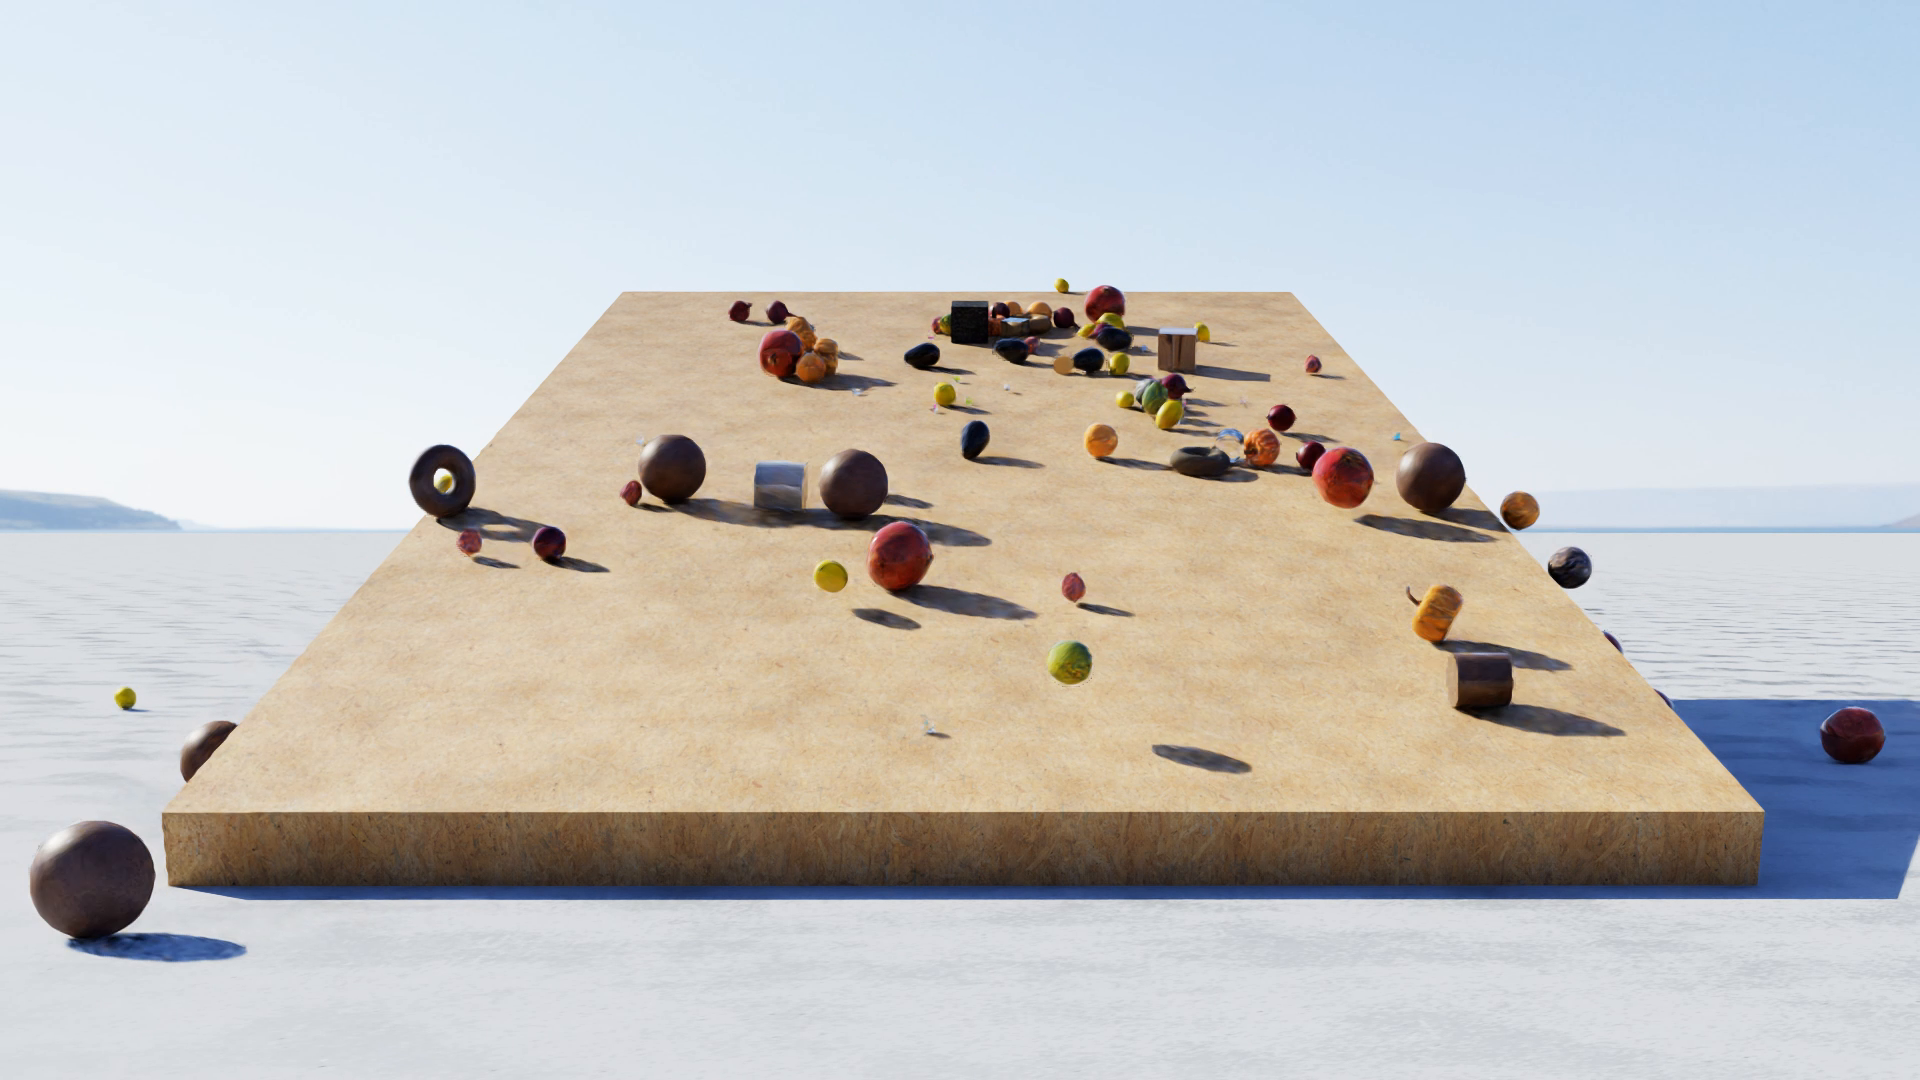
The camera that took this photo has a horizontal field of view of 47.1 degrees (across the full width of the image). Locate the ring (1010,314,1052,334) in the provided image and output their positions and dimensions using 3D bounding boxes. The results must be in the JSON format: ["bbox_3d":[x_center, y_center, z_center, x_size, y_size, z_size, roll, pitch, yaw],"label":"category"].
[{"bbox_3d":[0.183,-0.582,5.939,0.130,0.043,0.130,-1,15,0],"label":"ring"}]

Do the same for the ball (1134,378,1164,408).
[{"bbox_3d":[0.432,-0.336,5.021,0.067,0.067,0.067,0,0,0],"label":"ball"}]

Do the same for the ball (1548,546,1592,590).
[{"bbox_3d":[1.077,0.049,3.889,0.077,0.077,0.077,0,0,0],"label":"ball"}]

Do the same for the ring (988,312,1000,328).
[{"bbox_3d":[0.051,-0.598,6.008,0.112,0.037,0.112,-1,15,0],"label":"ring"}]

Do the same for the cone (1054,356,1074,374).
[{"bbox_3d":[0.258,-0.423,5.412,0.050,0.050,0.050,0,-11,10],"label":"cone"}]

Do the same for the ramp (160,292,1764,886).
[{"bbox_3d":[-0.002,-0.155,4.685,2.000,0.100,4.000,0,16,0],"label":"ramp"}]

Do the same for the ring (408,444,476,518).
[{"bbox_3d":[-0.962,-0.111,4.096,0.137,0.137,0.046,0,-1,-44],"label":"ring"}]

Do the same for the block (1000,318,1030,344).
[{"bbox_3d":[0.145,-0.552,5.809,0.056,0.056,0.056,8,17,25],"label":"block"}]

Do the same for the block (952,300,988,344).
[{"bbox_3d":[0.026,-0.576,5.819,0.097,0.097,0.097,0,16,1],"label":"block"}]

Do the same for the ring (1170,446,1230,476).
[{"bbox_3d":[0.484,-0.159,4.445,0.121,0.040,0.121,1,16,0],"label":"ring"}]

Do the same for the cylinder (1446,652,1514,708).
[{"bbox_3d":[0.732,0.198,3.106,0.076,0.076,0.076,-1,0,0],"label":"cylinder"}]

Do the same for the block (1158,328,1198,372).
[{"bbox_3d":[0.541,-0.474,5.468,0.091,0.091,0.091,3,16,9],"label":"block"}]
